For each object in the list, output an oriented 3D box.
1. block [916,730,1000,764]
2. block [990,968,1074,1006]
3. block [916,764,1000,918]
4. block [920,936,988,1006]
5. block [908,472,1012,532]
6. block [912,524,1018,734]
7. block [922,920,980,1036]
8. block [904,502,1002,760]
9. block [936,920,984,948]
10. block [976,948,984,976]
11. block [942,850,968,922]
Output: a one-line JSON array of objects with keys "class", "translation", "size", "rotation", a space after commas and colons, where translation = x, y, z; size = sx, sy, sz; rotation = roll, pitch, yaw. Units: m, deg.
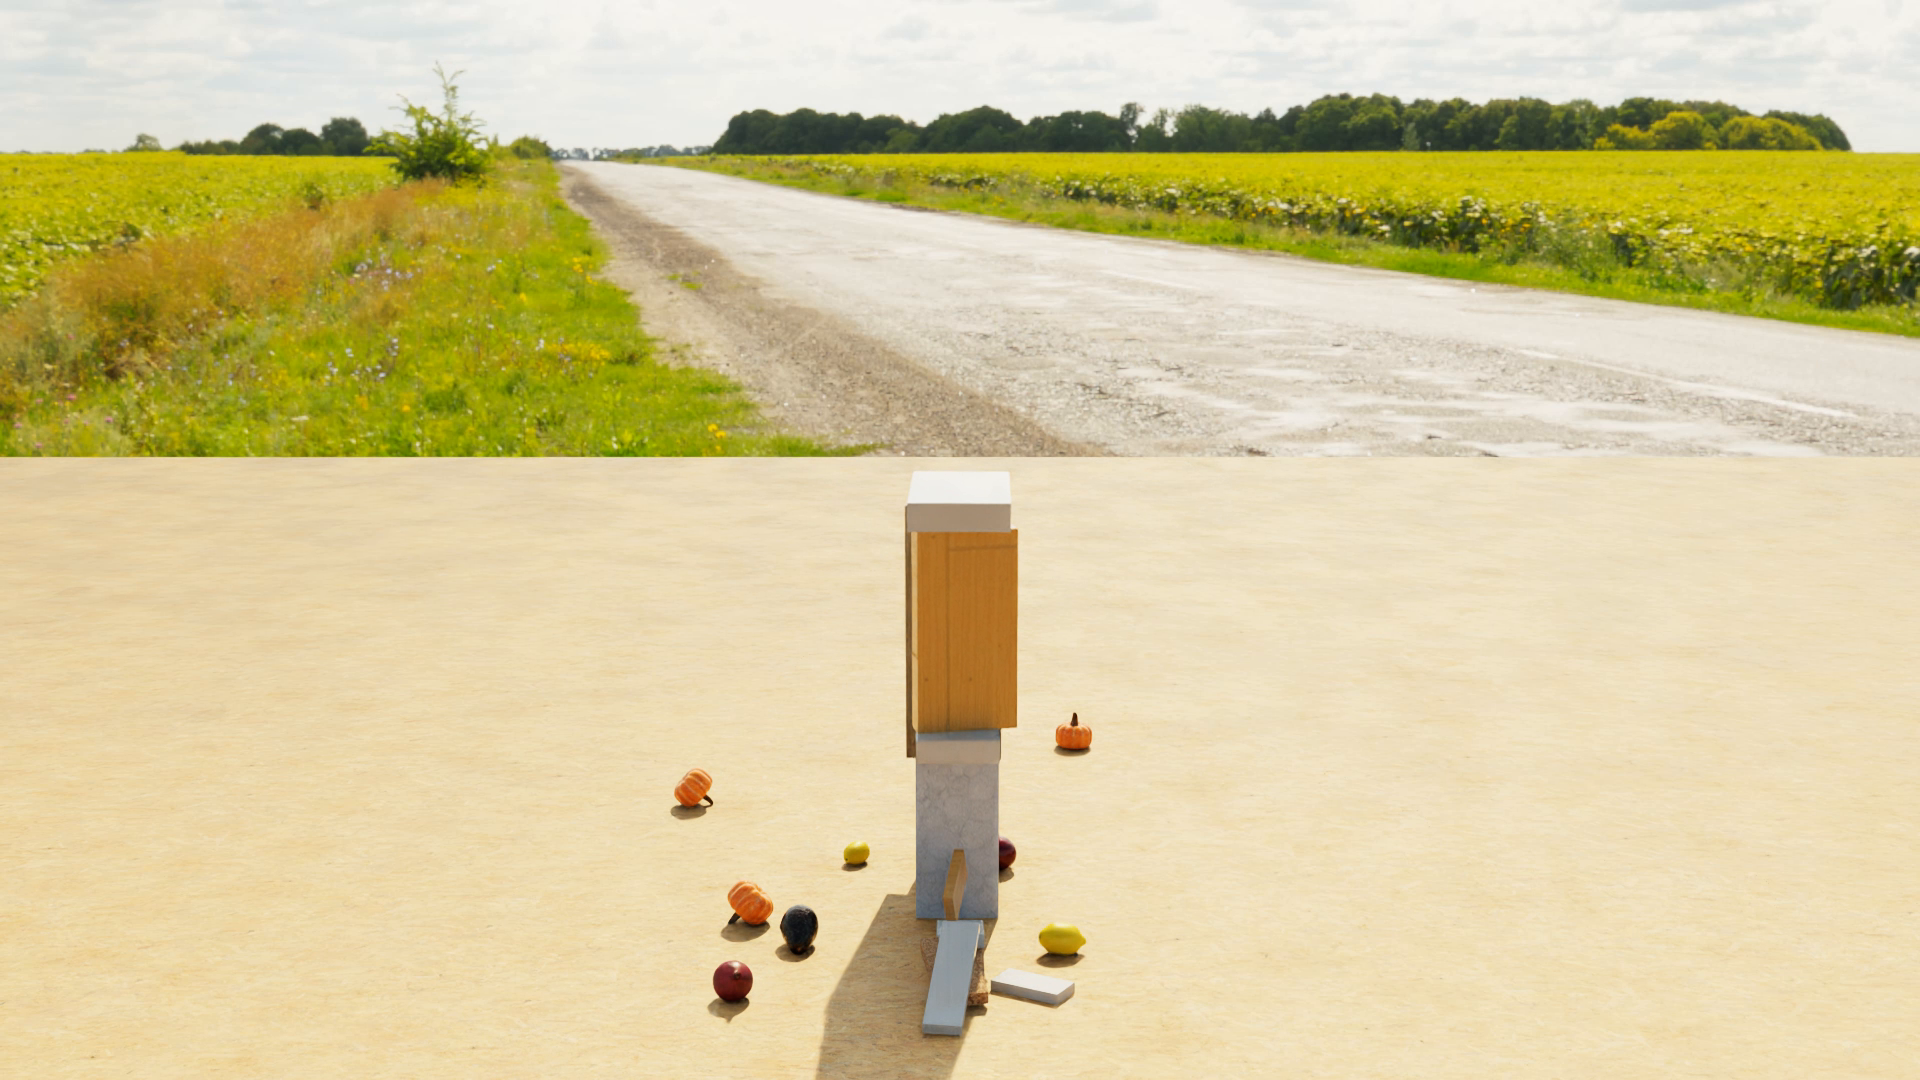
[{"class": "block", "translation": [-0.004, 0.311, 3.606], "size": [0.133, 0.038, 0.266], "rotation": [0, 11, 0]}, {"class": "block", "translation": [0.107, 0.660, 3.251], "size": [0.112, 0.016, 0.056], "rotation": [6, 12, 30]}, {"class": "block", "translation": [-0.004, 0.477, 3.548], "size": [0.133, 0.266, 0.038], "rotation": [0, 11, 0]}, {"class": "block", "translation": [-0.009, 0.636, 3.245], "size": [0.073, 0.021, 0.146], "rotation": [-5, 26, -10]}, {"class": "block", "translation": [0.001, -0.065, 3.612], "size": [0.163, 0.046, 0.327], "rotation": [0, 11, 1]}, {"class": "block", "translation": [0.008, 0.142, 3.522], "size": [0.163, 0.327, 0.046], "rotation": [-2, 11, -12]}, {"class": "block", "translation": [-0.012, 0.635, 3.203], "size": [0.056, 0.016, 0.249], "rotation": [3, 26, 6]}, {"class": "block", "translation": [-0.010, 0.155, 3.760], "size": [0.163, 0.441, 0.046], "rotation": [1, 11, 4]}, {"class": "block", "translation": [0.000, 0.612, 3.415], "size": [0.073, 0.021, 0.146], "rotation": [0, -1, 0]}, {"class": "block", "translation": [0.000, 0.645, 3.316], "size": [0.073, 0.021, 0.146], "rotation": [0, 11, 0]}, {"class": "block", "translation": [-0.007, 0.548, 3.478], "size": [0.016, 0.056, 0.112], "rotation": [0, 34, 11]}]
